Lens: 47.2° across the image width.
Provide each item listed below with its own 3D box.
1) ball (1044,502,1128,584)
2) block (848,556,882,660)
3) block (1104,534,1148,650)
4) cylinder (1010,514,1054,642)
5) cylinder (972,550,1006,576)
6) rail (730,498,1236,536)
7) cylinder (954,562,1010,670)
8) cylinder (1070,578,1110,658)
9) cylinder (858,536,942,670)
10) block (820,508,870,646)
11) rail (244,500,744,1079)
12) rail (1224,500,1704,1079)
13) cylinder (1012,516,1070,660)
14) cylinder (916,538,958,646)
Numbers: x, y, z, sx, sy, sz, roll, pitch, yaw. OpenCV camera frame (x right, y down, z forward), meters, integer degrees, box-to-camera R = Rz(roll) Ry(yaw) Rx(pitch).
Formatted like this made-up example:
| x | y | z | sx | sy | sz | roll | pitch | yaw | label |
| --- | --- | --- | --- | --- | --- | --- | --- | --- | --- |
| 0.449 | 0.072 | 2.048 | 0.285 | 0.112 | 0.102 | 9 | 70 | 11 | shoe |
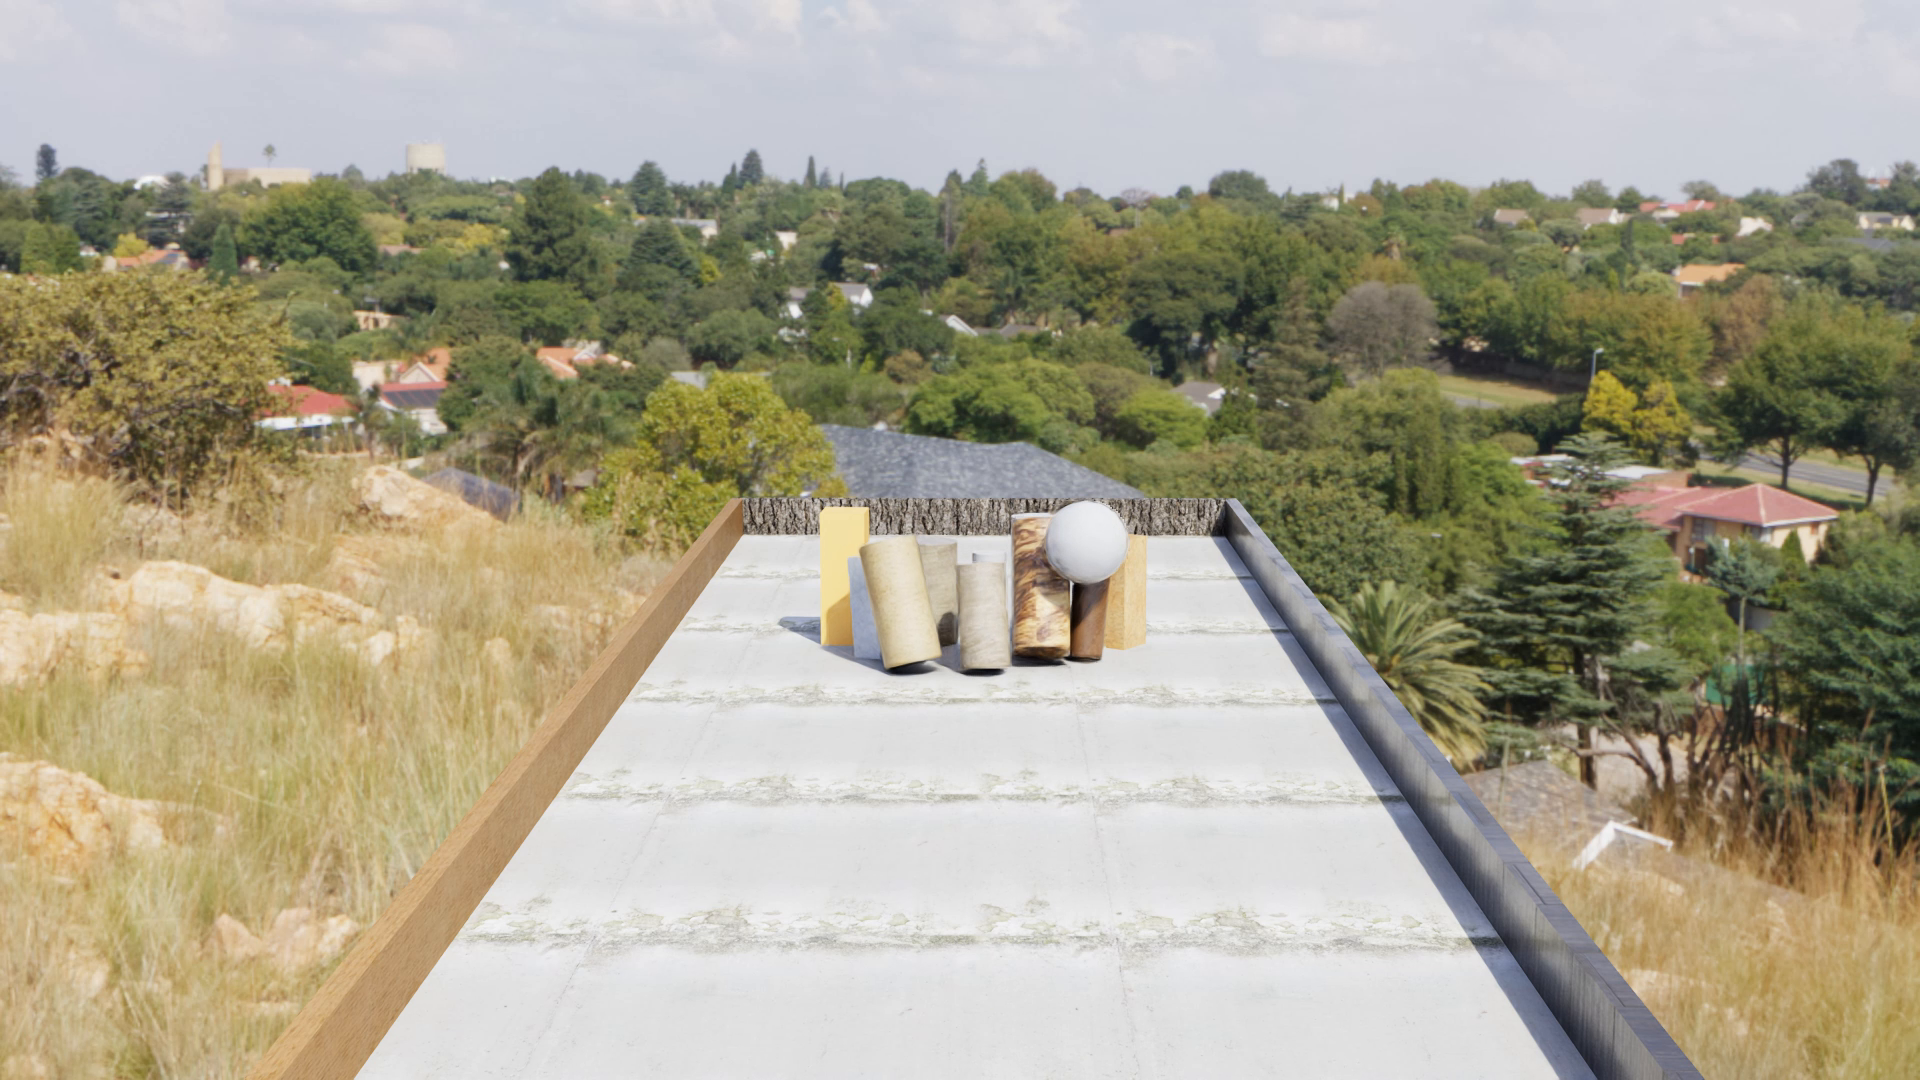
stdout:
| x | y | z | sx | sy | sz | roll | pitch | yaw | label |
| --- | --- | --- | --- | --- | --- | --- | --- | --- | --- |
| 0.374 | 0.008 | 6.535 | 0.247 | 0.247 | 0.247 | 0 | 9 | 0 | ball |
| -0.242 | 0.201 | 6.722 | 0.130 | 0.306 | 0.130 | -8 | 5 | -40 | block |
| 0.495 | 0.159 | 6.906 | 0.131 | 0.344 | 0.131 | 7 | 11 | 36 | block |
| 0.245 | 0.125 | 6.917 | 0.170 | 0.401 | 0.170 | 0 | 7 | 0 | cylinder |
| 0.088 | 0.202 | 6.665 | 0.102 | 0.334 | 0.102 | 0 | 8 | 0 | cylinder |
| 0.099 | -0.098 | 9.147 | 2.100 | 0.150 | 0.050 | 0 | 9 | 1 | rail |
| 0.067 | 0.226 | 6.518 | 0.147 | 0.309 | 0.147 | -3 | -3 | 0 | cylinder |
| 0.394 | 0.199 | 6.702 | 0.110 | 0.314 | 0.110 | 6 | -1 | 0 | cylinder |
| -0.177 | 0.187 | 6.537 | 0.175 | 0.369 | 0.175 | -13 | -5 | -1 | cylinder |
| -0.363 | 0.114 | 6.952 | 0.138 | 0.419 | 0.138 | 1 | 9 | 4 | block |
| -1.004 | 0.839 | 3.234 | 0.050 | 0.150 | 12.000 | 0 | 9 | 1 | rail |
| 1.046 | 0.843 | 3.208 | 0.050 | 0.150 | 12.000 | 0 | 9 | 1 | rail |
| 0.247 | 0.148 | 6.671 | 0.175 | 0.405 | 0.175 | 0 | -17 | 0 | cylinder |
| -0.090 | 0.164 | 6.943 | 0.165 | 0.324 | 0.165 | 0 | 9 | 0 | cylinder |
